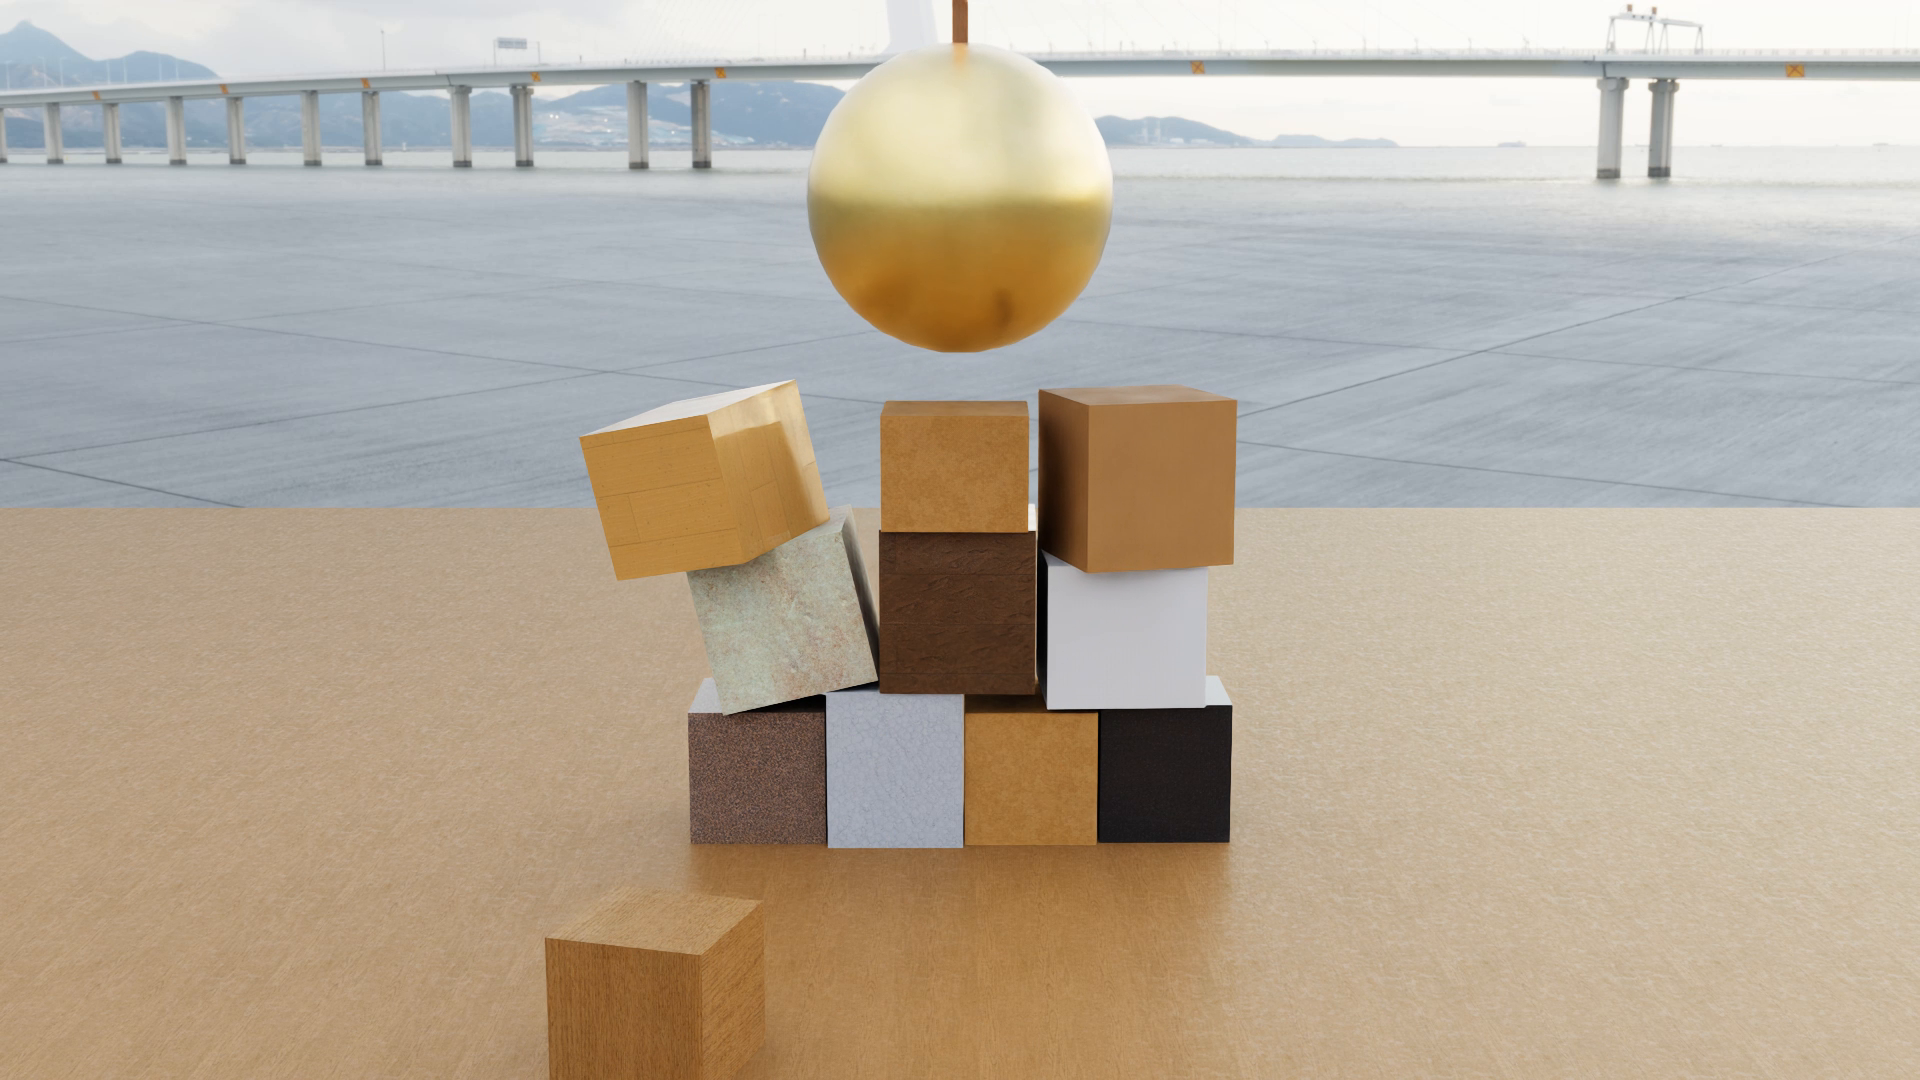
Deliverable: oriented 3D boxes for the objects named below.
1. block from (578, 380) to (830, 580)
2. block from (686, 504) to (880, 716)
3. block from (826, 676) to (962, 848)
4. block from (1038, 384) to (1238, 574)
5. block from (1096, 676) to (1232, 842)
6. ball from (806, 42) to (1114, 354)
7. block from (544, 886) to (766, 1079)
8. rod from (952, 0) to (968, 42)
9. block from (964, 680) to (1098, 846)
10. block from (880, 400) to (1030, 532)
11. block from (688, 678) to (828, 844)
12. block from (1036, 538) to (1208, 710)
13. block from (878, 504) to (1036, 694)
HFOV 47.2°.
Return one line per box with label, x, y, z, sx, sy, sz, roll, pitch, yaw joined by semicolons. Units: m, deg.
block;-1.262;-0.304;10.981;0.771;0.737;0.825;-8;11;29
block;-0.876;0.341;11.258;0.791;0.771;0.829;-13;10;3
block;-0.325;1.081;11.372;0.679;0.803;0.798;0;10;0
block;0.874;-0.322;10.999;0.767;0.816;0.731;-3;11;-17
block;1.034;1.125;11.372;0.659;0.718;0.613;0;10;0
ball;0.000;-1.773;11.437;1.600;1.600;1.600;0;10;0
block;-1.155;1.729;8.425;0.629;0.583;0.607;3;11;16
rod;0.000;-5.046;10.514;0.080;5.200;0.080;0;16;0
block;0.356;1.139;11.386;0.666;0.685;0.708;0;10;0
block;-0.022;-0.372;10.923;0.716;0.568;0.610;0;10;1
block;-1.019;1.136;11.407;0.684;0.685;0.723;0;10;0
block;0.812;0.414;11.252;0.788;0.723;0.767;0;10;-2
block;-0.003;0.286;11.196;0.769;0.825;0.792;0;10;1
